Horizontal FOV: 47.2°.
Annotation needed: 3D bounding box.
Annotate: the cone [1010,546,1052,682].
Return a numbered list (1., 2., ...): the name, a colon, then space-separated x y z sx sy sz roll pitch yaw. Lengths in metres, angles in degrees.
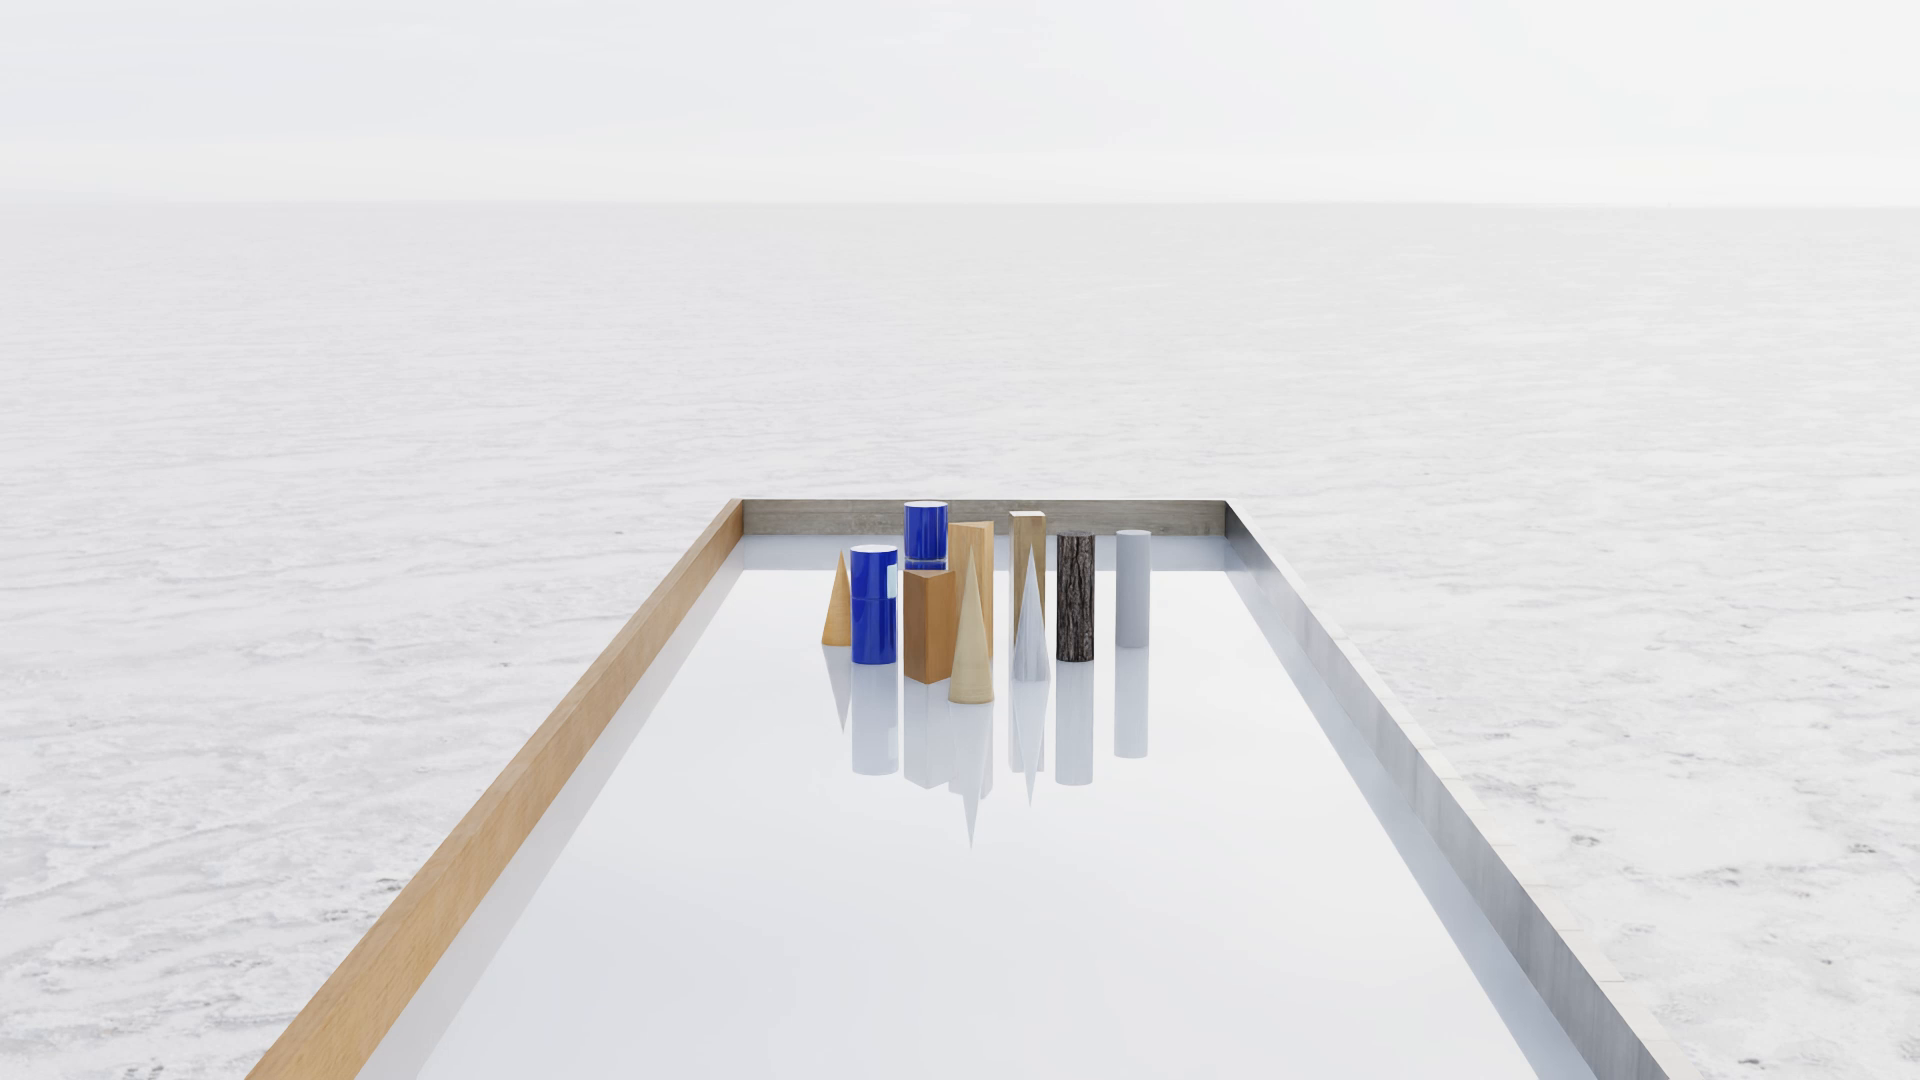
1. cone: 0.208 0.205 6.428 0.121 0.403 0.121 0 9 0

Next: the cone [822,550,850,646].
1. cone: -0.373 0.174 6.944 0.136 0.302 0.136 0 9 0

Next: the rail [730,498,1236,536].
1. rail: 0.099 -0.098 9.147 2.100 0.150 0.050 0 9 1

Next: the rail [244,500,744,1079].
1. rail: -1.004 0.839 3.234 0.050 0.150 12.000 0 9 1

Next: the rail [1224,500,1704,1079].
1. rail: 1.046 0.843 3.208 0.050 0.150 12.000 0 9 1

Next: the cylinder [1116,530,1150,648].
1. cylinder: 0.543 0.152 6.906 0.108 0.357 0.108 0 9 0

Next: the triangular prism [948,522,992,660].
1. triangular prism: 0.059 0.156 6.686 0.142 0.418 0.123 8 12 41

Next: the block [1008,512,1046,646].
1. block: 0.211 0.120 6.935 0.101 0.412 0.101 -1 9 -7

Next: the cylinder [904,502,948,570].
1. cylinder: -0.108 0.105 6.933 0.136 0.442 0.136 0 9 0

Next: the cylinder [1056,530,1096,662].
1. cylinder: 0.352 0.171 6.696 0.117 0.386 0.117 0 9 0

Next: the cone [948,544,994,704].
1. cone: 0.032 0.227 6.152 0.133 0.447 0.133 0 9 0

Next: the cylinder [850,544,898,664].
1. cylinder: -0.260 0.196 6.676 0.143 0.344 0.143 0 9 0

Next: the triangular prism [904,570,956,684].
1. triangular prism: -0.110 0.248 6.441 0.131 0.314 0.151 6 11 32
